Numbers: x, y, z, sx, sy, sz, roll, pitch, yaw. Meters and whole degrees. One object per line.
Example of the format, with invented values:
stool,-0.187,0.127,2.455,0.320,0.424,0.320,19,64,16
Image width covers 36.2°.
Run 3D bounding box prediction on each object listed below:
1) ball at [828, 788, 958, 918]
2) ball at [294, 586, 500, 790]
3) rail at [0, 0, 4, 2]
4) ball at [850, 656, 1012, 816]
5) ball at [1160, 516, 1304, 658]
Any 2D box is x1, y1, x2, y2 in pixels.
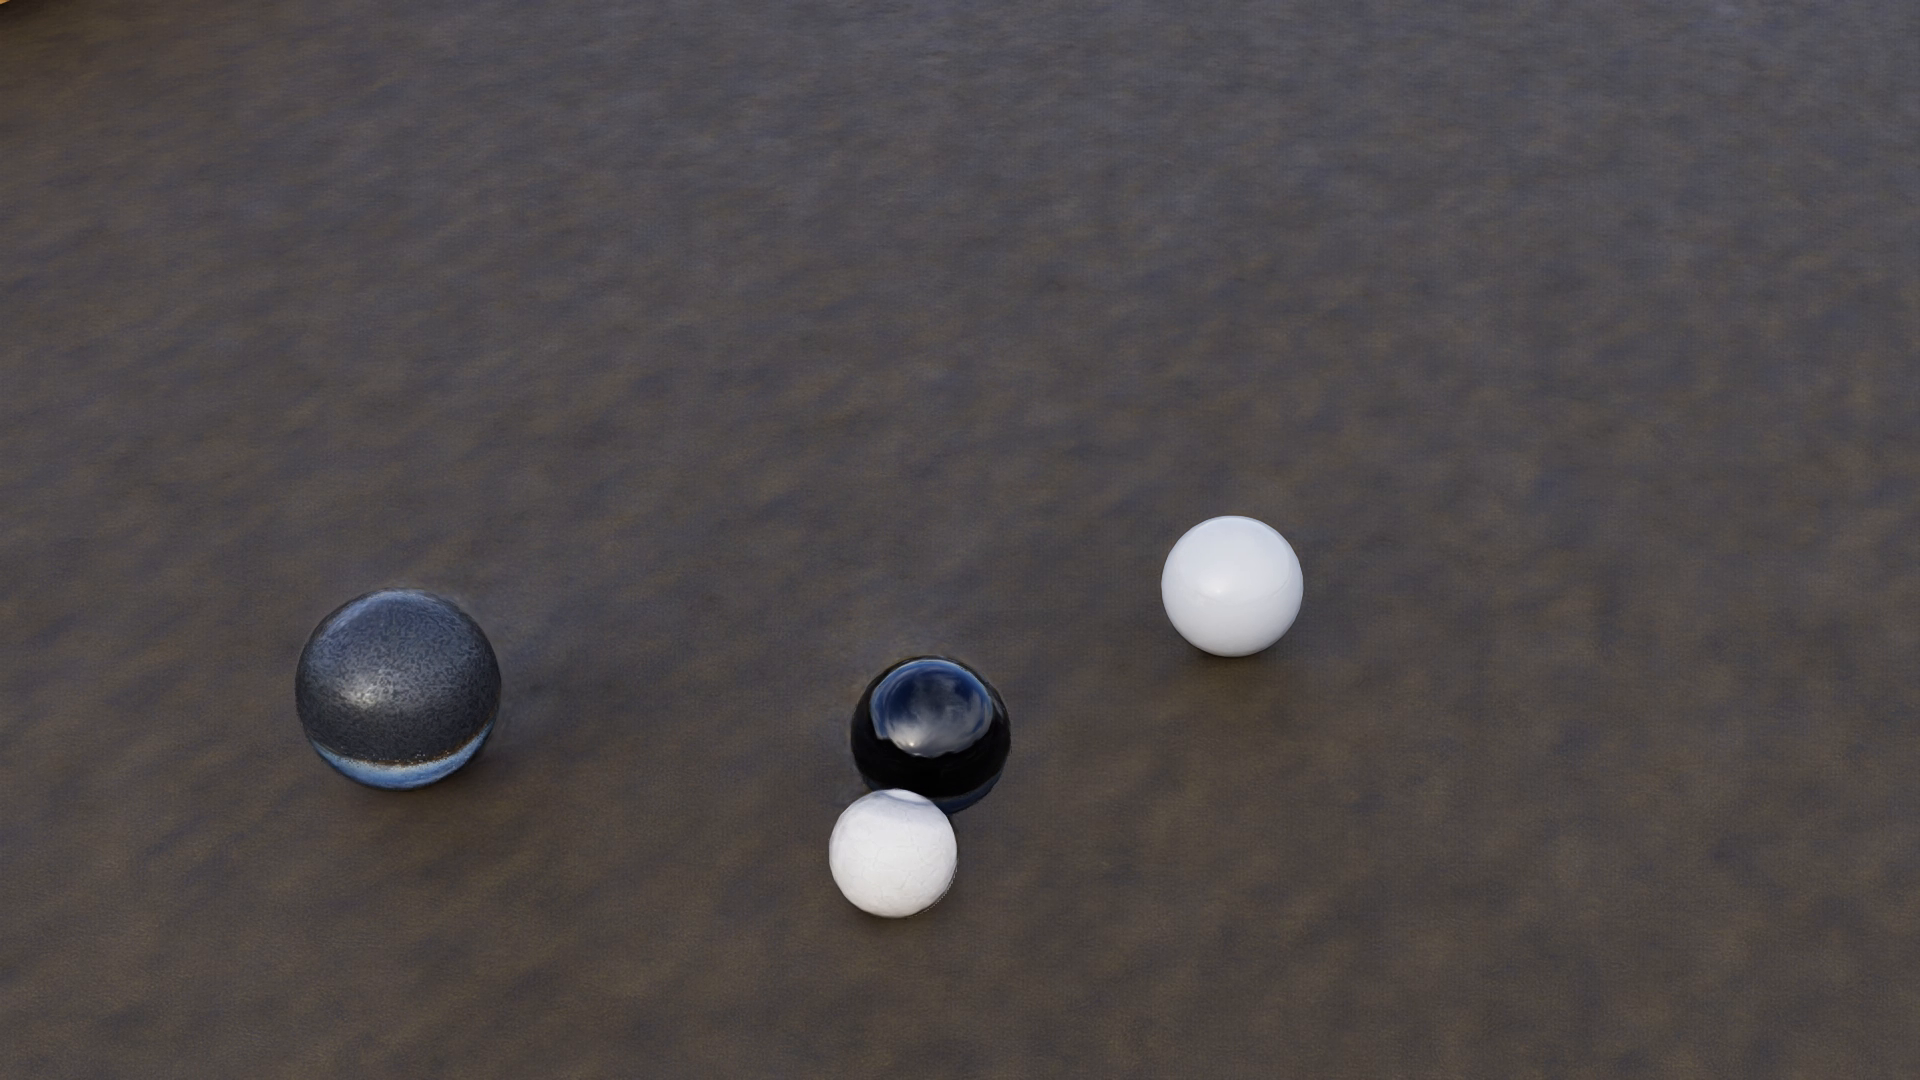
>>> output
ball,-0.031,0.144,1.351,0.059,0.059,0.059,0,30,0
ball,-0.274,0.072,1.435,0.099,0.099,0.099,0,30,0
rail,-0.487,-0.768,2.863,0.045,0.129,4.380,15,33,24
ball,-0.014,0.095,1.418,0.078,0.078,0.078,0,30,0
ball,0.143,0.024,1.543,0.075,0.075,0.075,0,30,0
